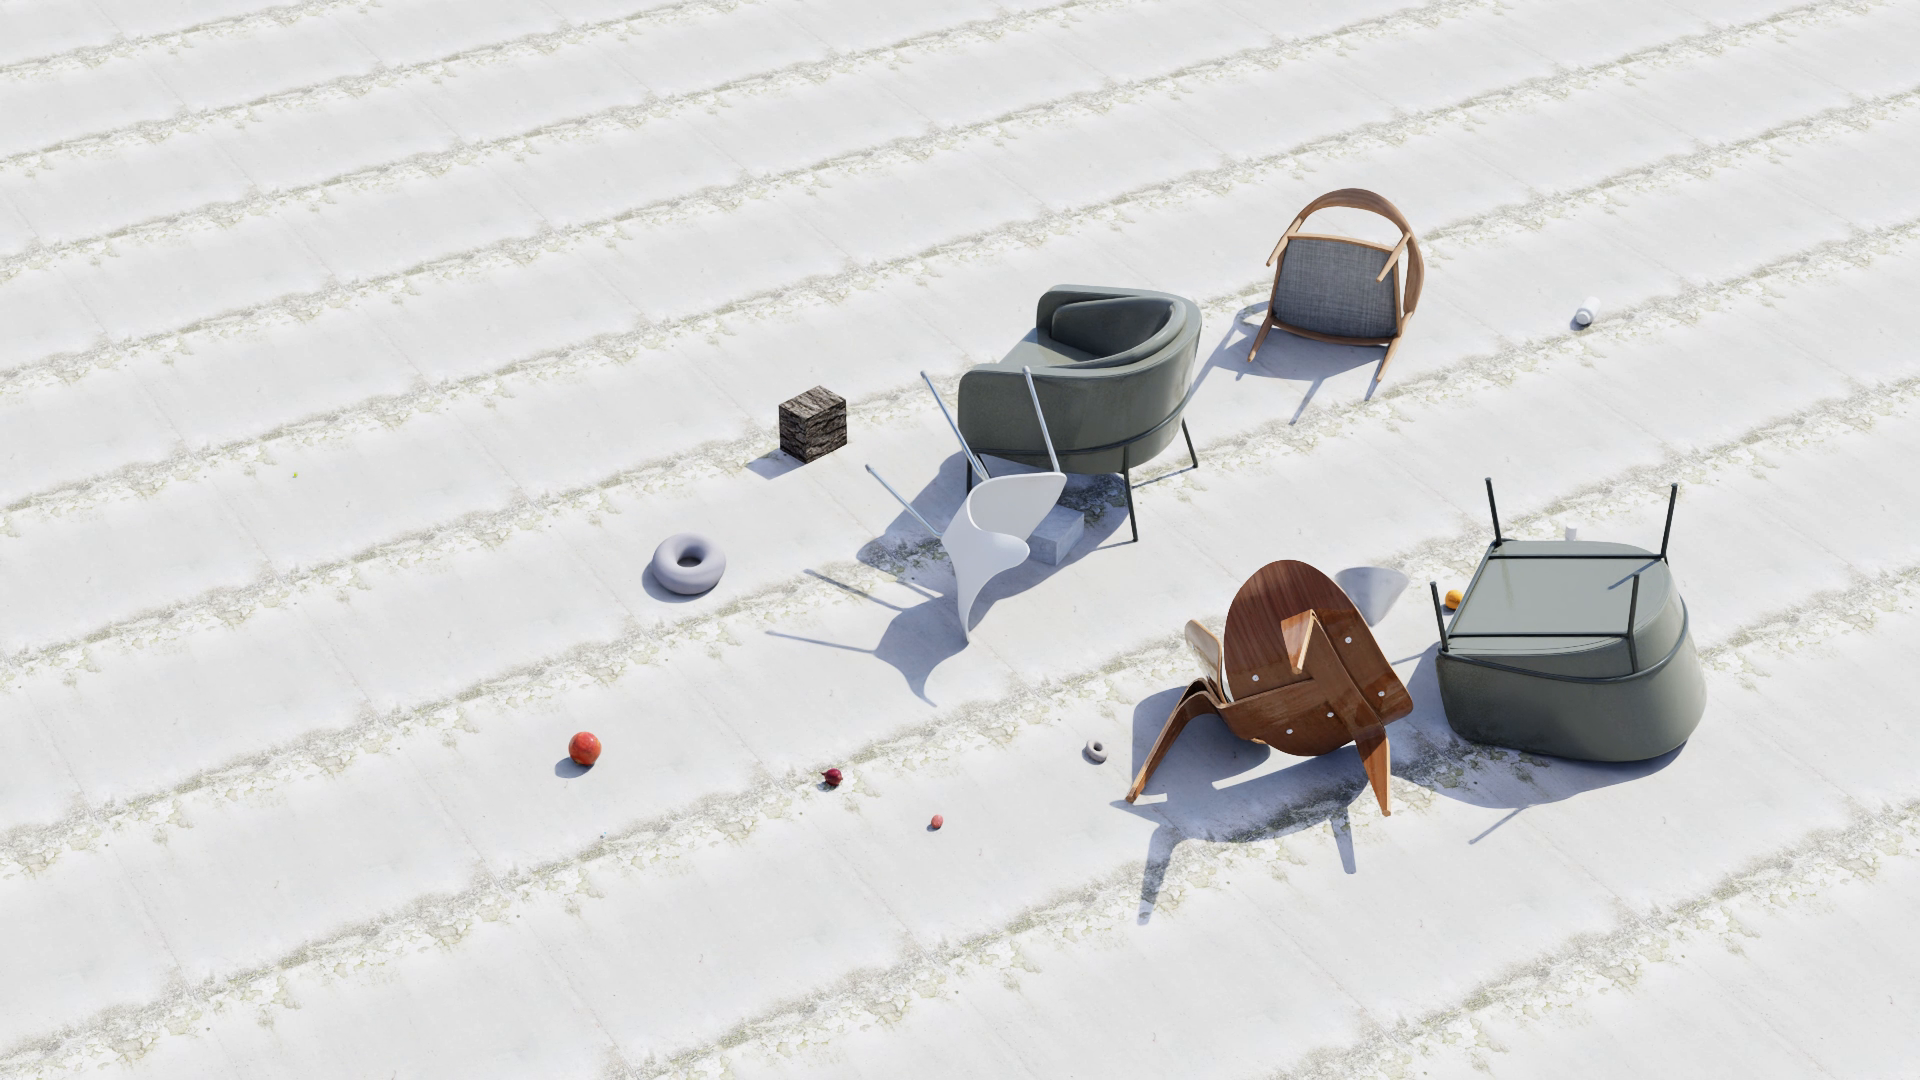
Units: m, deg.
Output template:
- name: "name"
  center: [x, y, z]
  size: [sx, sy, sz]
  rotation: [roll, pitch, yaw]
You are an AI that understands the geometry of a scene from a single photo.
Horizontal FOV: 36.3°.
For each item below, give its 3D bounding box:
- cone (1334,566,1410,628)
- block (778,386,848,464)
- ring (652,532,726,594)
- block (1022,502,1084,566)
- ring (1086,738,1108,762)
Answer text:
- name: "cone"
  center: [1.480, 0.229, 10.522]
  size: [0.275, 0.175, 0.205]
  rotation: [5, 57, -2]
- name: "block"
  center: [-0.573, -0.450, 11.442]
  size: [0.216, 0.204, 0.155]
  rotation: [-28, 43, -36]
- name: "ring"
  center: [-0.993, 0.083, 10.742]
  size: [0.272, 0.085, 0.352]
  rotation: [-1, 34, -4]
- name: "block"
  center: [0.345, -0.023, 10.884]
  size: [0.144, 0.105, 0.225]
  rotation: [17, 37, 24]
- name: "ring"
  center: [0.460, 0.705, 9.845]
  size: [0.067, 0.032, 0.111]
  rotation: [-10, 36, -17]
